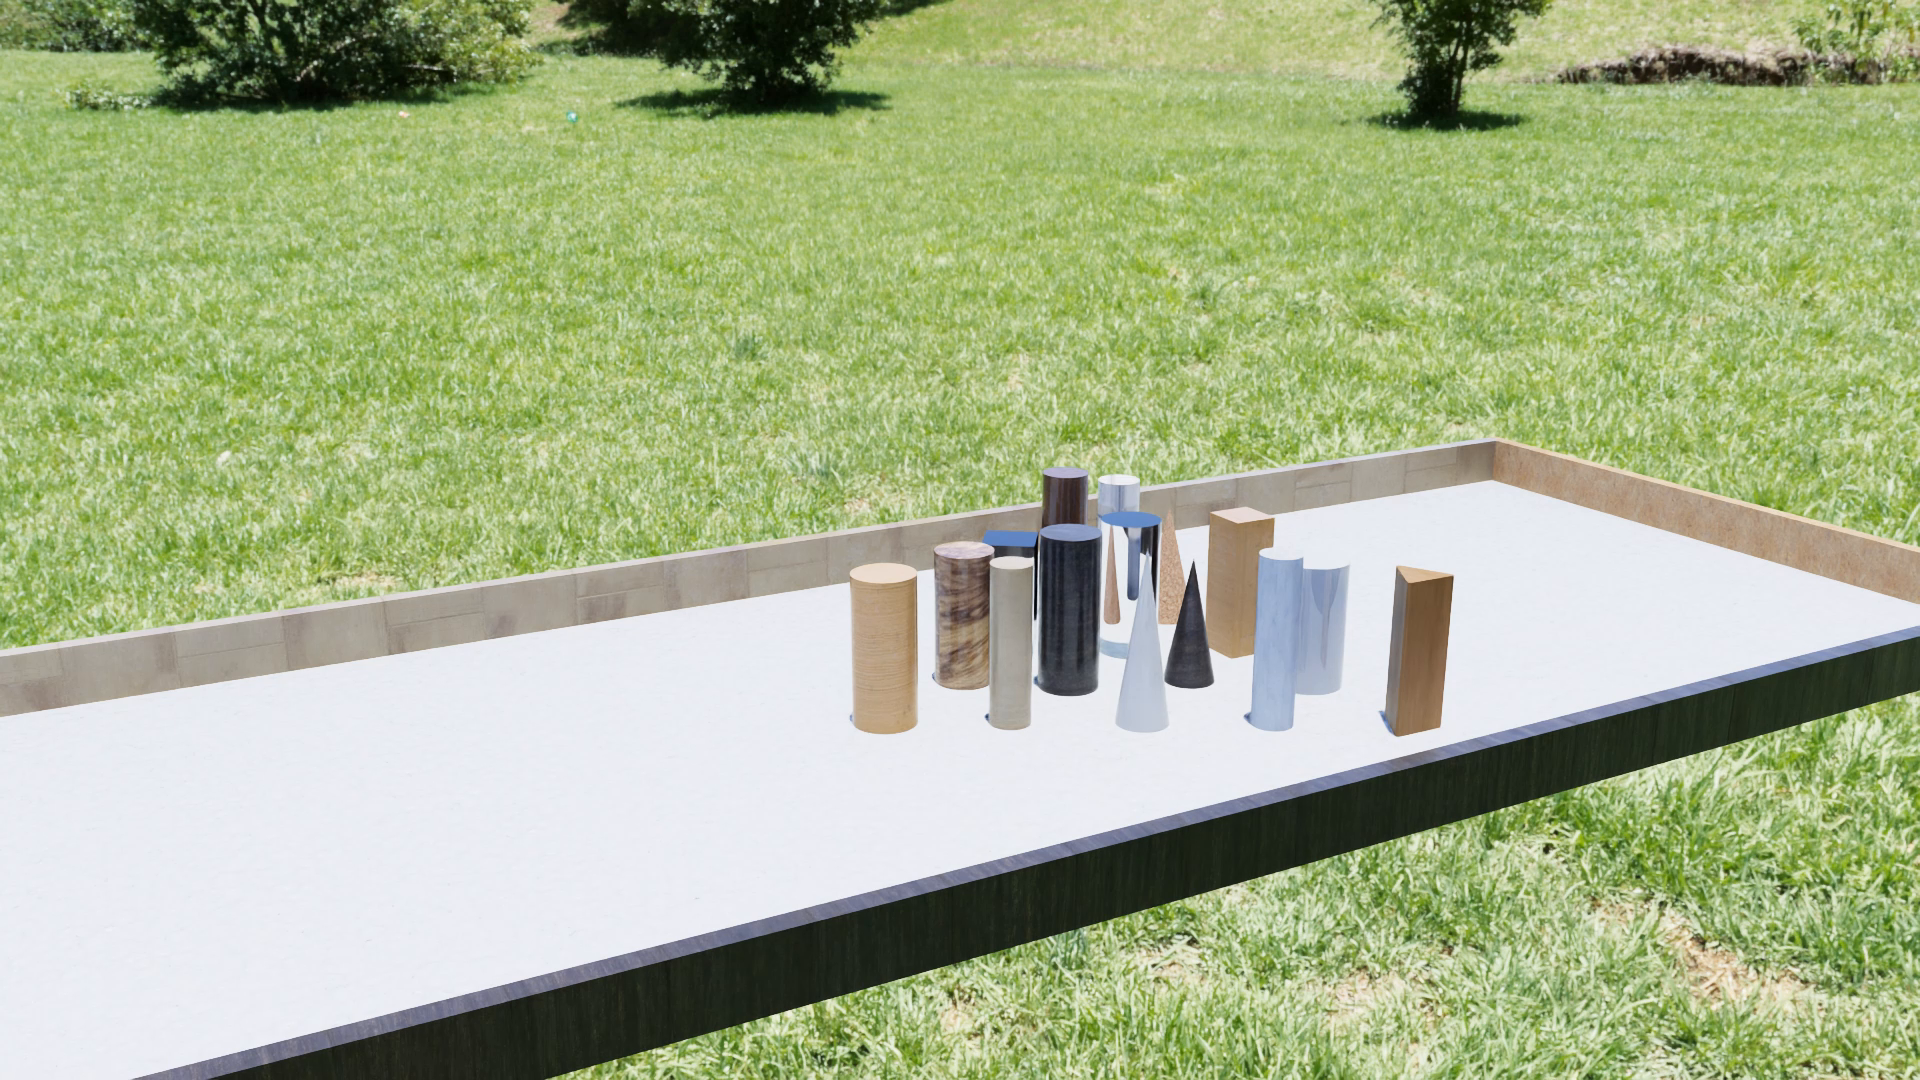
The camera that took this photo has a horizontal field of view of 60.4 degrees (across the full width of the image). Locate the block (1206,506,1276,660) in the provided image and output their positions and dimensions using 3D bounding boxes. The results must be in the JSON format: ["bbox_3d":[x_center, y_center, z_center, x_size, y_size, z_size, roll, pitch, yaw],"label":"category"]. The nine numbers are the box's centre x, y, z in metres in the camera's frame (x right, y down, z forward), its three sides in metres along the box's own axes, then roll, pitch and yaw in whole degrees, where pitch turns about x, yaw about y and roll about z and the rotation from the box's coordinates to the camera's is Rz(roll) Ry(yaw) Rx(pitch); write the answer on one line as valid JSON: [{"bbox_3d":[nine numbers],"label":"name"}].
[{"bbox_3d":[0.731,0.111,4.324,0.119,0.368,0.119,-8,18,-27],"label":"block"}]

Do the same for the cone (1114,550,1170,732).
[{"bbox_3d":[0.429,0.222,3.832,0.130,0.433,0.130,0,16,0],"label":"cone"}]

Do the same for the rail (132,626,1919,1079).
[{"bbox_3d":[-2.336,1.006,1.665,12.000,0.150,0.050,-9,18,-27],"label":"rail"}]

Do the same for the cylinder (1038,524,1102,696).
[{"bbox_3d":[0.270,0.172,4.064,0.153,0.398,0.153,0,16,0],"label":"cylinder"}]

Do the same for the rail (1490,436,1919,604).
[{"bbox_3d":[2.466,-0.048,5.253,0.050,0.150,2.100,-9,18,-27],"label":"rail"}]

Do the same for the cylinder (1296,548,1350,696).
[{"bbox_3d":[0.869,0.202,4.093,0.176,0.325,0.176,0,16,0],"label":"cylinder"}]

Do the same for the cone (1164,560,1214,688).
[{"bbox_3d":[0.577,0.196,4.113,0.130,0.323,0.130,0,16,0],"label":"cone"}]

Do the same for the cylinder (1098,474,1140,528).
[{"bbox_3d":[0.461,-0.016,4.824,0.121,0.330,0.121,0,16,0],"label":"cylinder"}]

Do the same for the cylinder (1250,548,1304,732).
[{"bbox_3d":[0.734,0.232,3.826,0.100,0.418,0.100,0,16,0],"label":"cylinder"}]

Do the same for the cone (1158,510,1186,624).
[{"bbox_3d":[0.578,0.060,4.583,0.148,0.319,0.148,0,16,0],"label":"cone"}]

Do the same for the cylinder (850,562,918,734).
[{"bbox_3d":[-0.176,0.252,3.843,0.155,0.368,0.155,0,16,0],"label":"cylinder"}]

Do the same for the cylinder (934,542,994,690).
[{"bbox_3d":[0.010,0.188,4.110,0.149,0.341,0.149,0,16,0],"label":"cylinder"}]

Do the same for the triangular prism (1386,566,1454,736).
[{"bbox_3d":[1.042,0.253,3.833,0.133,0.374,0.115,-8,18,-25],"label":"triangular prism"}]

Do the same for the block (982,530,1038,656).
[{"bbox_3d":[0.130,0.141,4.341,0.137,0.302,0.137,2,16,7],"label":"block"}]

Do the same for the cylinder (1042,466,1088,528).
[{"bbox_3d":[0.289,0.014,4.570,0.127,0.416,0.127,0,16,0],"label":"cylinder"}]

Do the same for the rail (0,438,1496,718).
[{"bbox_3d":[-3.305,0.497,3.399,12.000,0.150,0.050,-9,18,-27],"label":"rail"}]

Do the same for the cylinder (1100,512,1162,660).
[{"bbox_3d":[0.444,0.118,4.322,0.158,0.357,0.158,0,16,0],"label":"cylinder"}]

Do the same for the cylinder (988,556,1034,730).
[{"bbox_3d":[0.118,0.241,3.836,0.100,0.394,0.100,0,16,0],"label":"cylinder"}]
